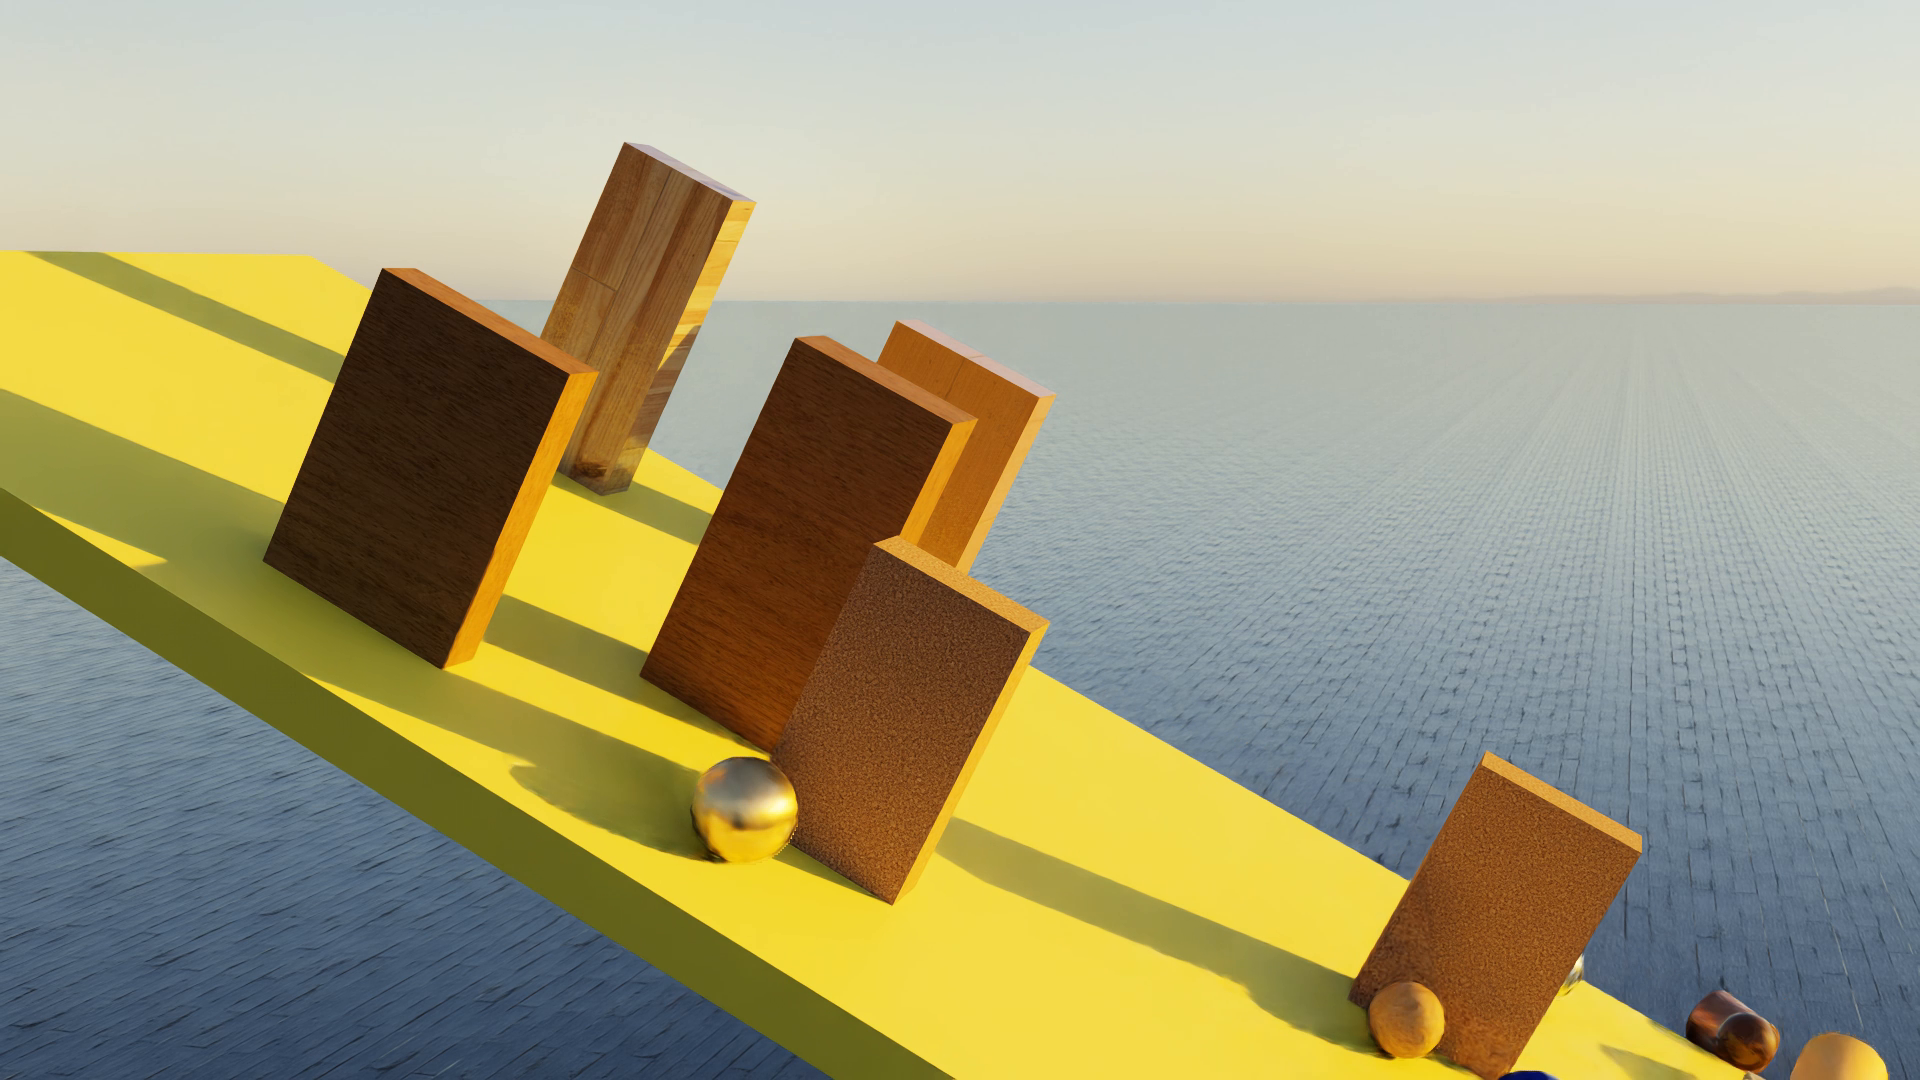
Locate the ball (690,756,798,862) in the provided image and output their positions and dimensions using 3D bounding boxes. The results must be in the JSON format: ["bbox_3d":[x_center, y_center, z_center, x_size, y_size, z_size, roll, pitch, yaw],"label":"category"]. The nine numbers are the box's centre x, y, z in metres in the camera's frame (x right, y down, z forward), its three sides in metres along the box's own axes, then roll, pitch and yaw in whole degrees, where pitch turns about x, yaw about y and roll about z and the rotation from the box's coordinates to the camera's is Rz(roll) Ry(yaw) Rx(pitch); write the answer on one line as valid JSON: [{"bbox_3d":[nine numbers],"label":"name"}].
[{"bbox_3d":[-0.332,0.414,3.382,0.164,0.164,0.164,0,7,0],"label":"ball"}]

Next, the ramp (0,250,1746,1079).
[{"bbox_3d":[-0.238,0.400,4.156,4.000,0.100,2.000,29,14,12],"label":"ramp"}]

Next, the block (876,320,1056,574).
[{"bbox_3d":[-0.092,-0.137,4.902,0.363,0.606,0.146,29,14,12],"label":"block"}]

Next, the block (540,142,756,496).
[{"bbox_3d":[-0.728,-0.478,4.786,0.279,0.709,0.129,29,14,12],"label":"block"}]

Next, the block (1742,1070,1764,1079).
[{"bbox_3d":[1.562,1.133,4.255,0.125,0.125,0.125,27,14,2],"label":"block"}]

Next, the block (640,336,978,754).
[{"bbox_3d":[-0.270,0.016,3.876,0.317,0.676,0.146,29,14,12],"label":"block"}]

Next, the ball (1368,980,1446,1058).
[{"bbox_3d":[0.788,0.847,3.882,0.134,0.134,0.134,0,7,0],"label":"ball"}]

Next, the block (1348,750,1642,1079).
[{"bbox_3d":[0.971,0.689,4.005,0.311,0.509,0.123,29,14,12],"label":"block"}]

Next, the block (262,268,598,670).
[{"bbox_3d":[-0.865,-0.117,3.577,0.367,0.538,0.101,29,14,12],"label":"block"}]

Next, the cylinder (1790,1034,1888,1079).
[{"bbox_3d":[1.761,1.115,4.432,0.171,0.171,0.171,5,26,34],"label":"cylinder"}]

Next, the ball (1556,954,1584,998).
[{"bbox_3d":[1.217,0.877,4.539,0.139,0.139,0.139,0,7,0],"label":"ball"}]

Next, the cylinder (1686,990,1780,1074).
[{"bbox_3d":[1.789,1.146,5.094,0.146,0.146,0.146,-4,24,-29],"label":"cylinder"}]

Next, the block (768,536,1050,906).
[{"bbox_3d":[-0.105,0.288,3.532,0.288,0.506,0.116,29,14,12],"label":"block"}]

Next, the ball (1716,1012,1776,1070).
[{"bbox_3d":[1.700,1.083,4.752,0.123,0.123,0.123,0,7,0],"label":"ball"}]

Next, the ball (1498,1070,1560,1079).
[{"bbox_3d":[0.944,0.966,3.627,0.181,0.181,0.181,0,7,0],"label":"ball"}]
